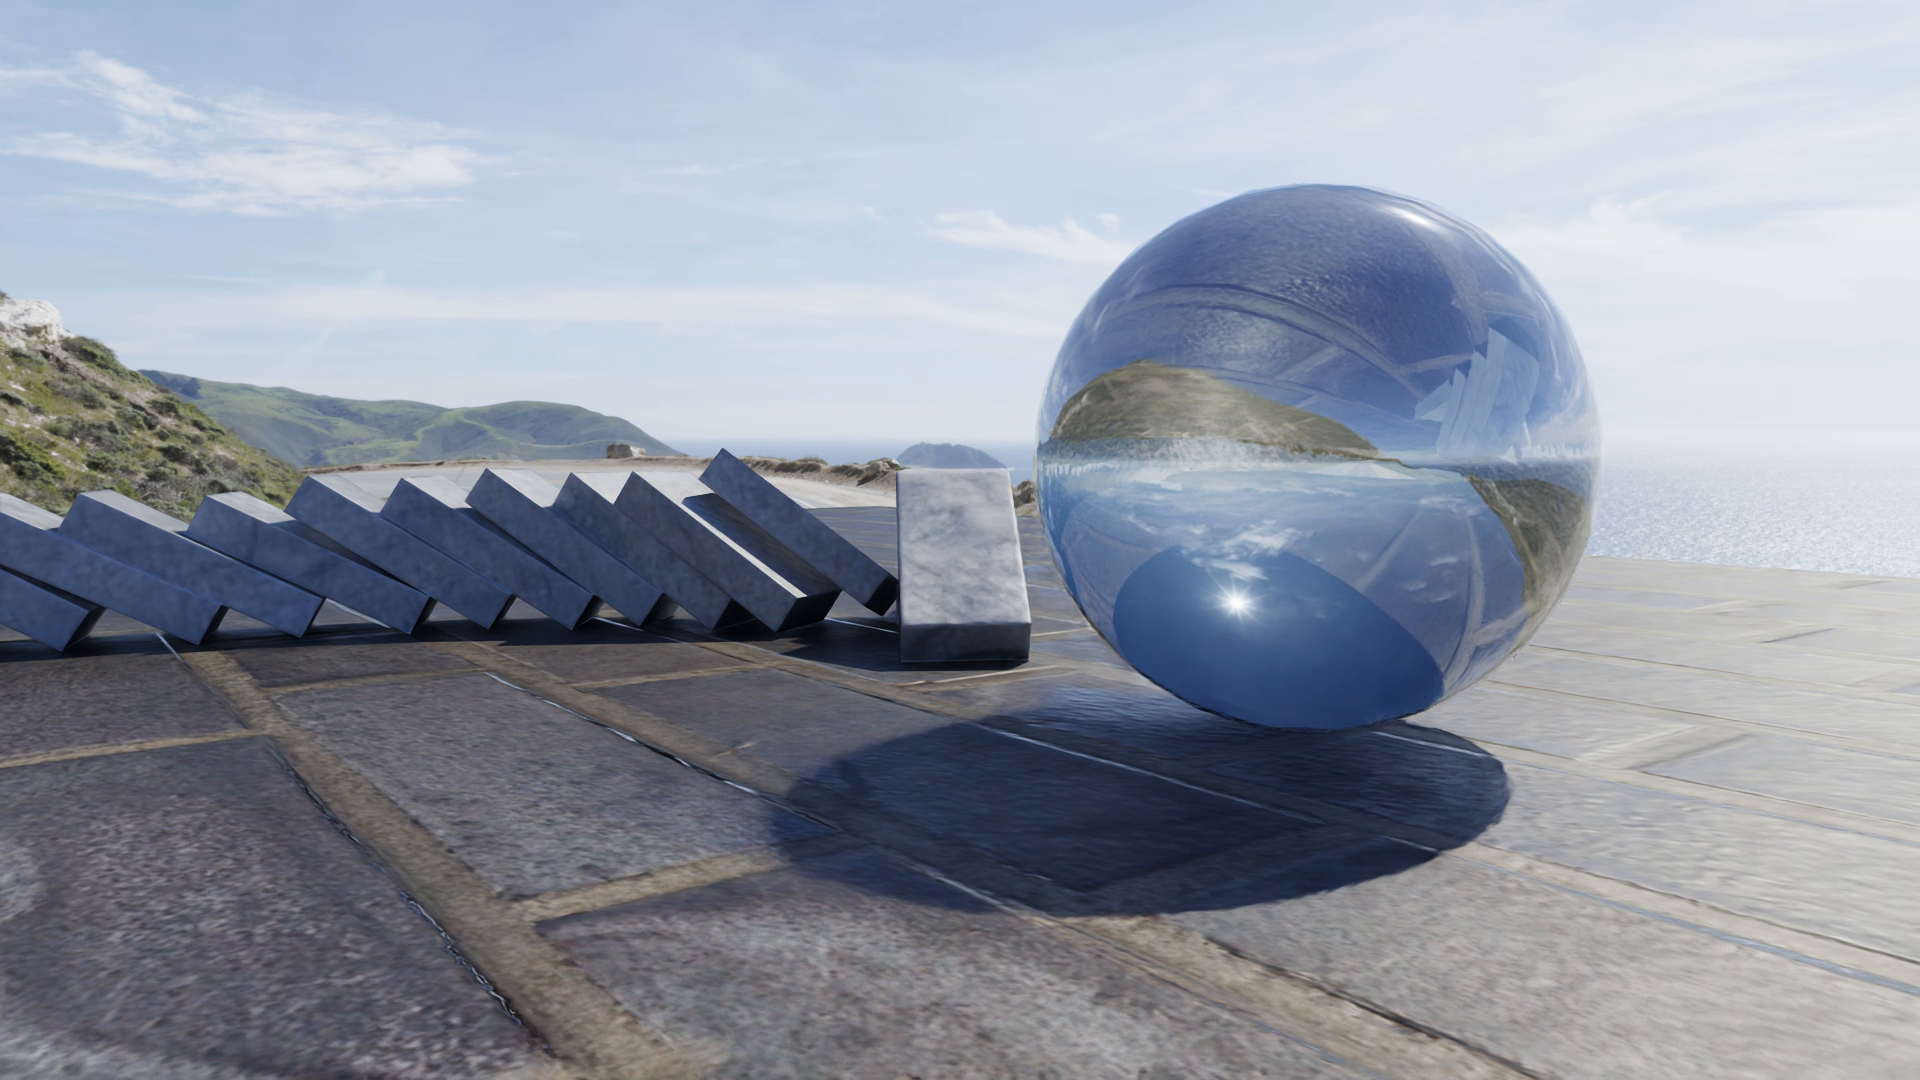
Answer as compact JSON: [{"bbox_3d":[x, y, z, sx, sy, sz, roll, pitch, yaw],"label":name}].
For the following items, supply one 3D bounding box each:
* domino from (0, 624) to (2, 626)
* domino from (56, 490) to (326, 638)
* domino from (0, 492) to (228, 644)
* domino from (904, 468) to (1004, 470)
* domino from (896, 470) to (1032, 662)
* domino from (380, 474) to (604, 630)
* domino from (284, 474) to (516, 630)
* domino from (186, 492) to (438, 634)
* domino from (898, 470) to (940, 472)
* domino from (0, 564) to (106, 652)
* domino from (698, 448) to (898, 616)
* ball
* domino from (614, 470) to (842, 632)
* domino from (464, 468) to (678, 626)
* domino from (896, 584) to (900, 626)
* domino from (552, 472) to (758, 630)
[{"bbox_3d":[-0.222,0.006,0.258,0.050,0.009,0.025,33,-10,-22],"label":"domino"},{"bbox_3d":[-0.166,0.005,0.282,0.050,0.010,0.025,29,-7,-21],"label":"domino"},{"bbox_3d":[-0.184,0.006,0.274,0.050,0.010,0.025,29,-7,-21],"label":"domino"},{"bbox_3d":[-0.001,0.002,0.300,0.025,0.010,0.050,0,39,-3],"label":"domino"},{"bbox_3d":[0.000,0.004,0.267,0.025,0.010,0.050,-1,39,-4],"label":"domino"},{"bbox_3d":[-0.108,0.002,0.303,0.050,0.010,0.025,32,2,-5],"label":"domino"},{"bbox_3d":[-0.127,0.002,0.298,0.050,0.009,0.025,33,-4,-12],"label":"domino"},{"bbox_3d":[-0.145,0.005,0.293,0.050,0.009,0.025,27,-2,-14],"label":"domino"},{"bbox_3d":[-0.001,0.003,0.284,0.025,0.009,0.050,0,39,-3],"label":"domino"},{"bbox_3d":[-0.206,0.005,0.265,0.050,0.010,0.025,33,-10,-22],"label":"domino"},{"bbox_3d":[-0.037,-0.001,0.308,0.050,0.010,0.025,36,-4,10],"label":"domino"},{"bbox_3d":[0.051,-0.012,0.190,0.080,0.080,0.080,0,4,0],"label":"ball"},{"bbox_3d":[-0.054,0.002,0.301,0.050,0.009,0.025,36,13,14],"label":"domino"},{"bbox_3d":[-0.090,0.001,0.306,0.050,0.009,0.025,35,5,2],"label":"domino"},{"bbox_3d":[0.000,0.014,0.324,0.025,0.010,0.050,0,4,5],"label":"domino"},{"bbox_3d":[-0.070,0.002,0.306,0.050,0.009,0.025,36,13,12],"label":"domino"}]
